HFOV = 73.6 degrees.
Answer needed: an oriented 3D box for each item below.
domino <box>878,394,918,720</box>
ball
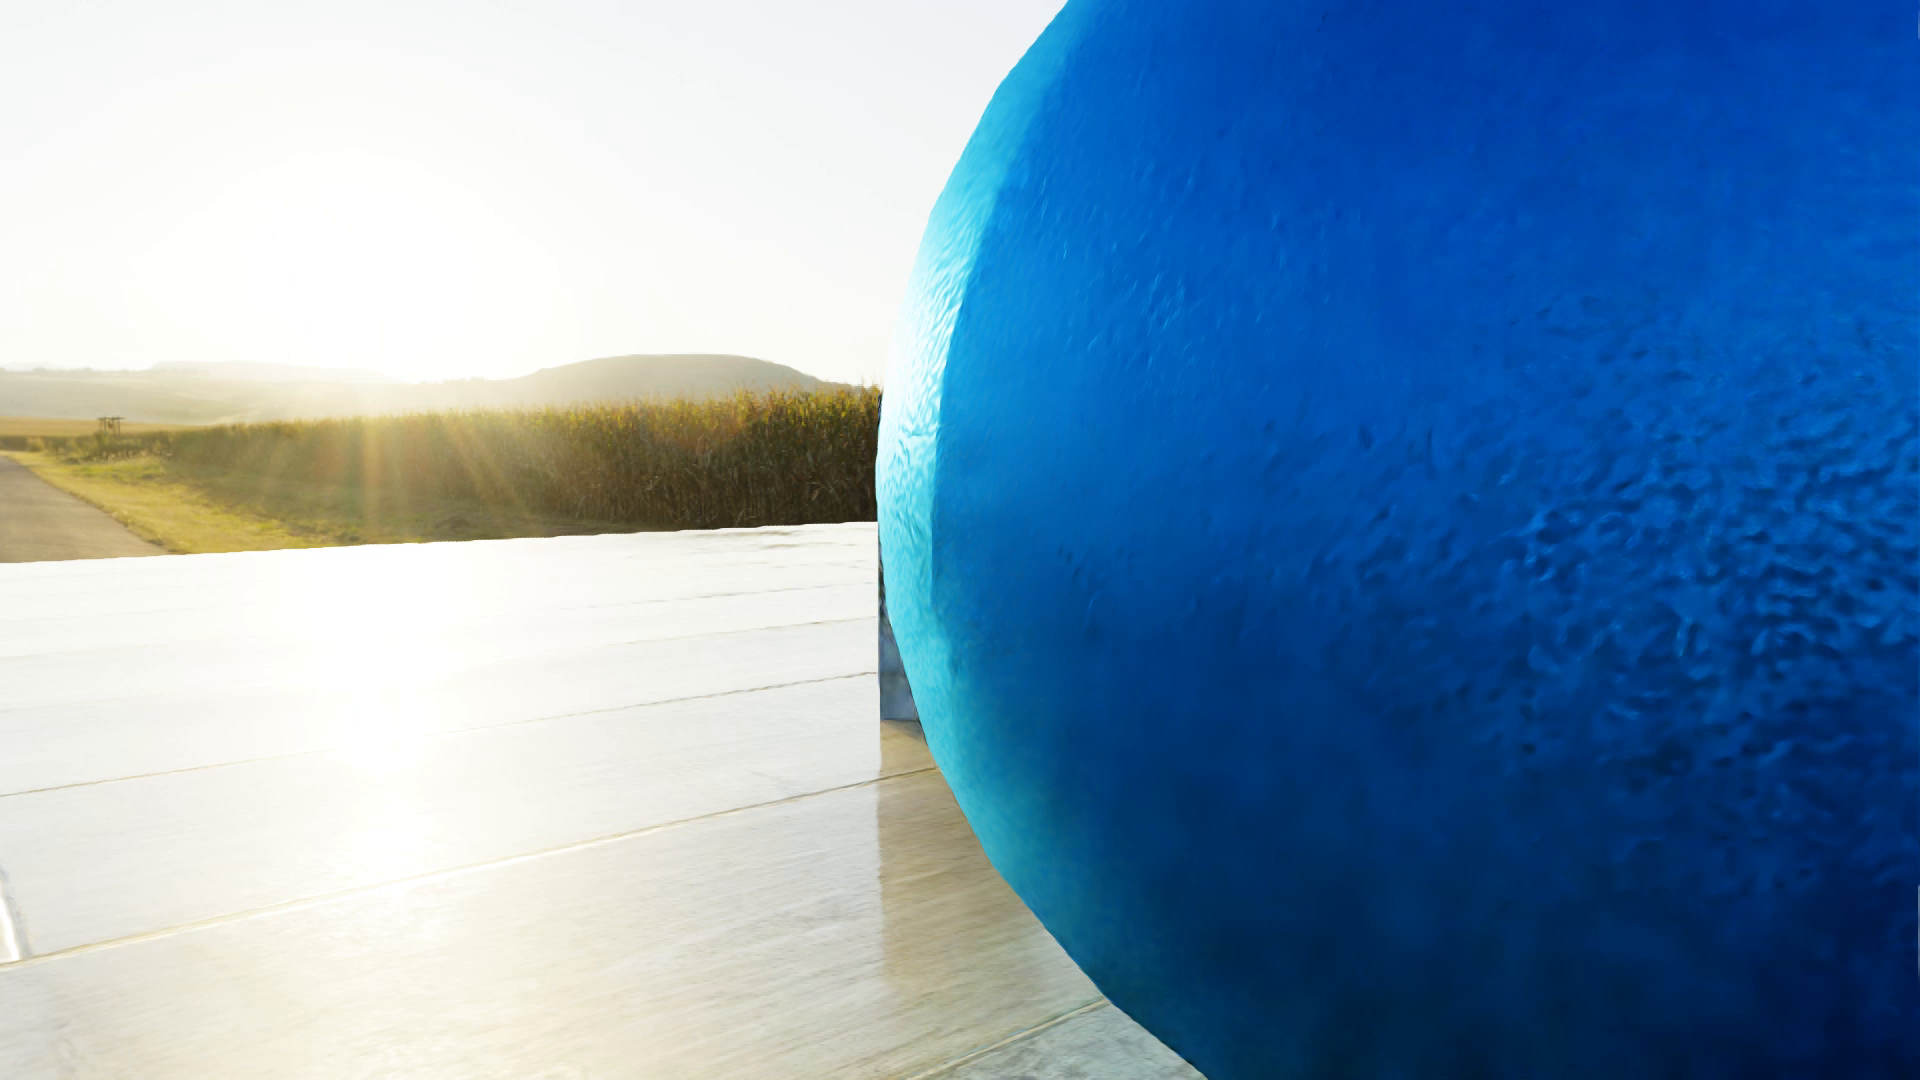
[{"bbox_3d":[0.000,0.002,0.201,0.025,0.050,0.009,0,4,0],"label":"domino"},{"bbox_3d":[0.035,-0.003,0.078,0.080,0.080,0.080,0,4,0],"label":"ball"}]
